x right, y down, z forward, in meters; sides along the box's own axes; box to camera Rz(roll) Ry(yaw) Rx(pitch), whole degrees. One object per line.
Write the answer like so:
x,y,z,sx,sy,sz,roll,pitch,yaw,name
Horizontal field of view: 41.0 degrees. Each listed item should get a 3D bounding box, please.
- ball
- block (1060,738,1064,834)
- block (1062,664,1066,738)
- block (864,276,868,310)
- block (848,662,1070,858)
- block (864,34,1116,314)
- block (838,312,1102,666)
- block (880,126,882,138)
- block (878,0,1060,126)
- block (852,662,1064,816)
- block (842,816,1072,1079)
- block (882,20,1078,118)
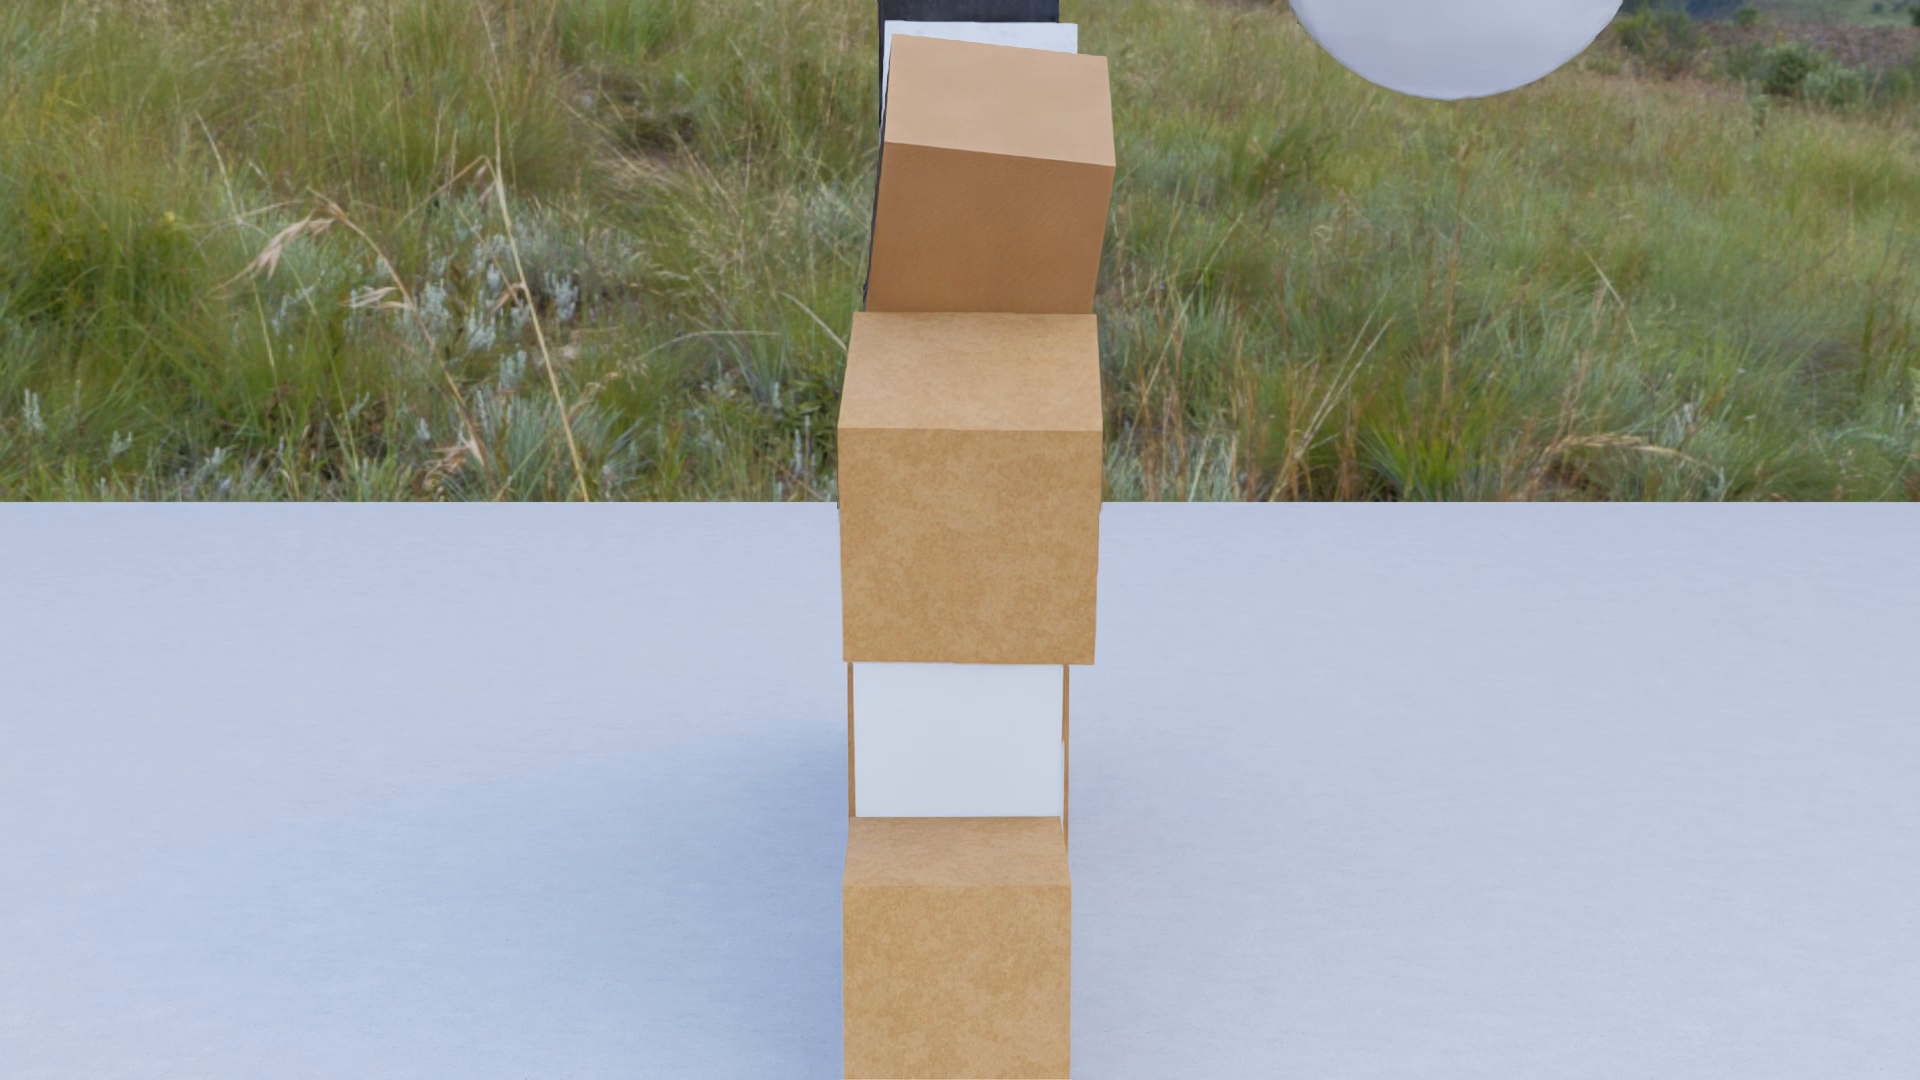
2.074,-2.645,10.699,1.600,1.600,1.600,0,10,0,ball
0.004,1.165,10.814,0.837,0.839,0.822,0,10,0,block
0.072,0.258,10.651,0.730,0.883,0.755,0,21,2,block
-0.023,-0.759,11.202,0.771,0.765,0.792,0,10,0,block
-0.007,0.933,11.727,0.965,0.969,1.007,0,10,0,block
0.099,-1.287,9.661,0.824,0.841,0.877,6,36,-3,block
0.043,-0.200,9.255,0.891,0.929,0.942,1,30,1,block
0.004,-1.505,11.339,0.700,0.654,0.792,0,10,-1,block
0.043,-2.247,11.255,0.764,0.729,0.874,0,18,1,block
-0.011,0.515,9.781,0.760,0.835,0.845,0,30,-1,block
-0.014,1.486,9.245,0.785,0.769,0.828,0,10,-1,block
0.081,-1.654,10.468,0.774,0.628,0.654,1,-27,0,block
